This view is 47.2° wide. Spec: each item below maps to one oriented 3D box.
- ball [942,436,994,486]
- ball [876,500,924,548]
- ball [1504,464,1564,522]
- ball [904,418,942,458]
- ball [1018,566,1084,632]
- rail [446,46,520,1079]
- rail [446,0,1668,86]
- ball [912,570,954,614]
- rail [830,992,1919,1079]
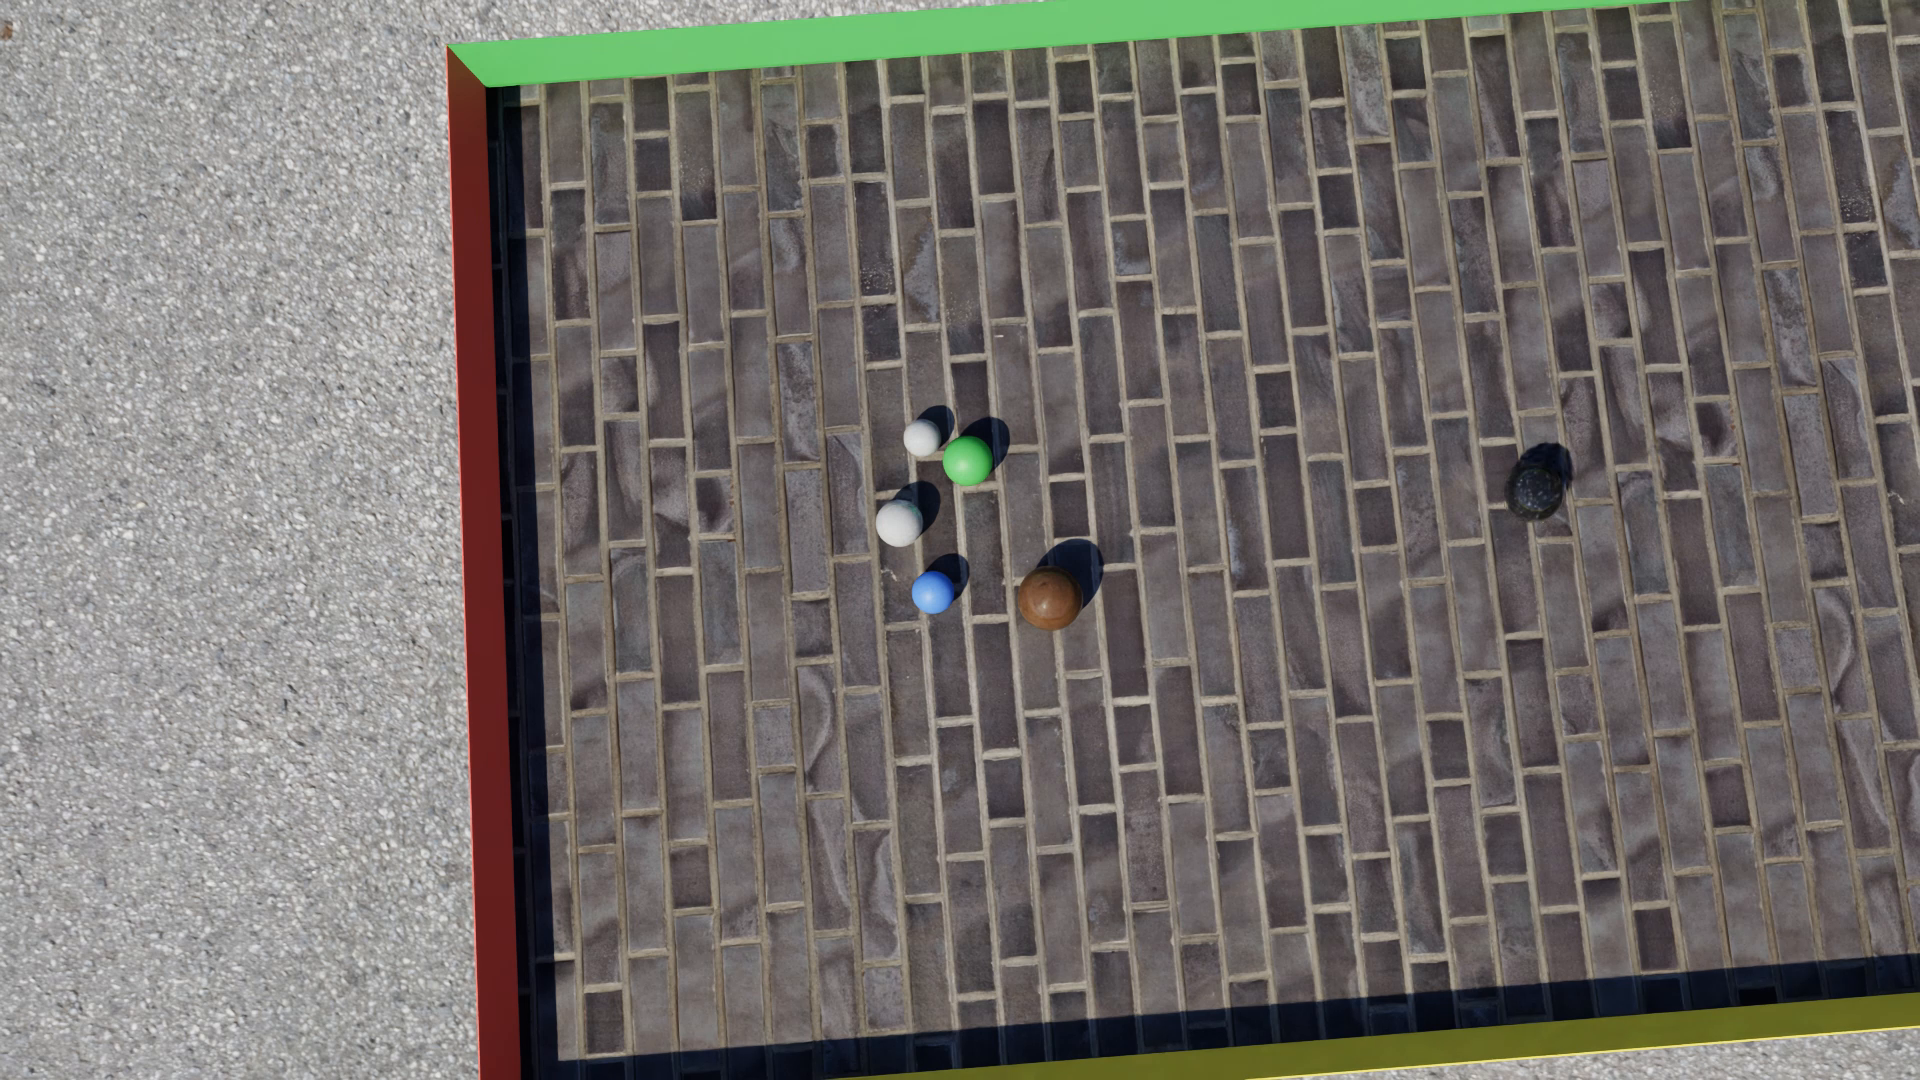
[{"bbox_3d":[0.012,-0.120,3.324,0.077,0.077,0.077,0,78,0],"label":"ball"},{"bbox_3d":[-0.091,-0.025,3.306,0.072,0.072,0.072,0,78,0],"label":"ball"},{"bbox_3d":[0.864,-0.071,3.308,0.087,0.087,0.087,0,78,0],"label":"ball"},{"bbox_3d":[-0.057,-0.155,3.340,0.058,0.058,0.058,0,78,0],"label":"ball"},{"bbox_3d":[0.134,0.086,3.270,0.098,0.098,0.098,0,78,0],"label":"ball"},{"bbox_3d":[-0.701,0.048,3.262,0.045,0.128,1.629,-4,78,-1],"label":"rail"},{"bbox_3d":[0.663,-0.833,3.444,2.907,0.128,0.045,-4,78,-1],"label":"rail"},{"bbox_3d":[-0.040,0.078,3.289,0.065,0.065,0.065,0,78,0],"label":"ball"},{"bbox_3d":[0.786,0.712,3.125,2.907,0.128,0.045,-4,78,-1],"label":"rail"}]
